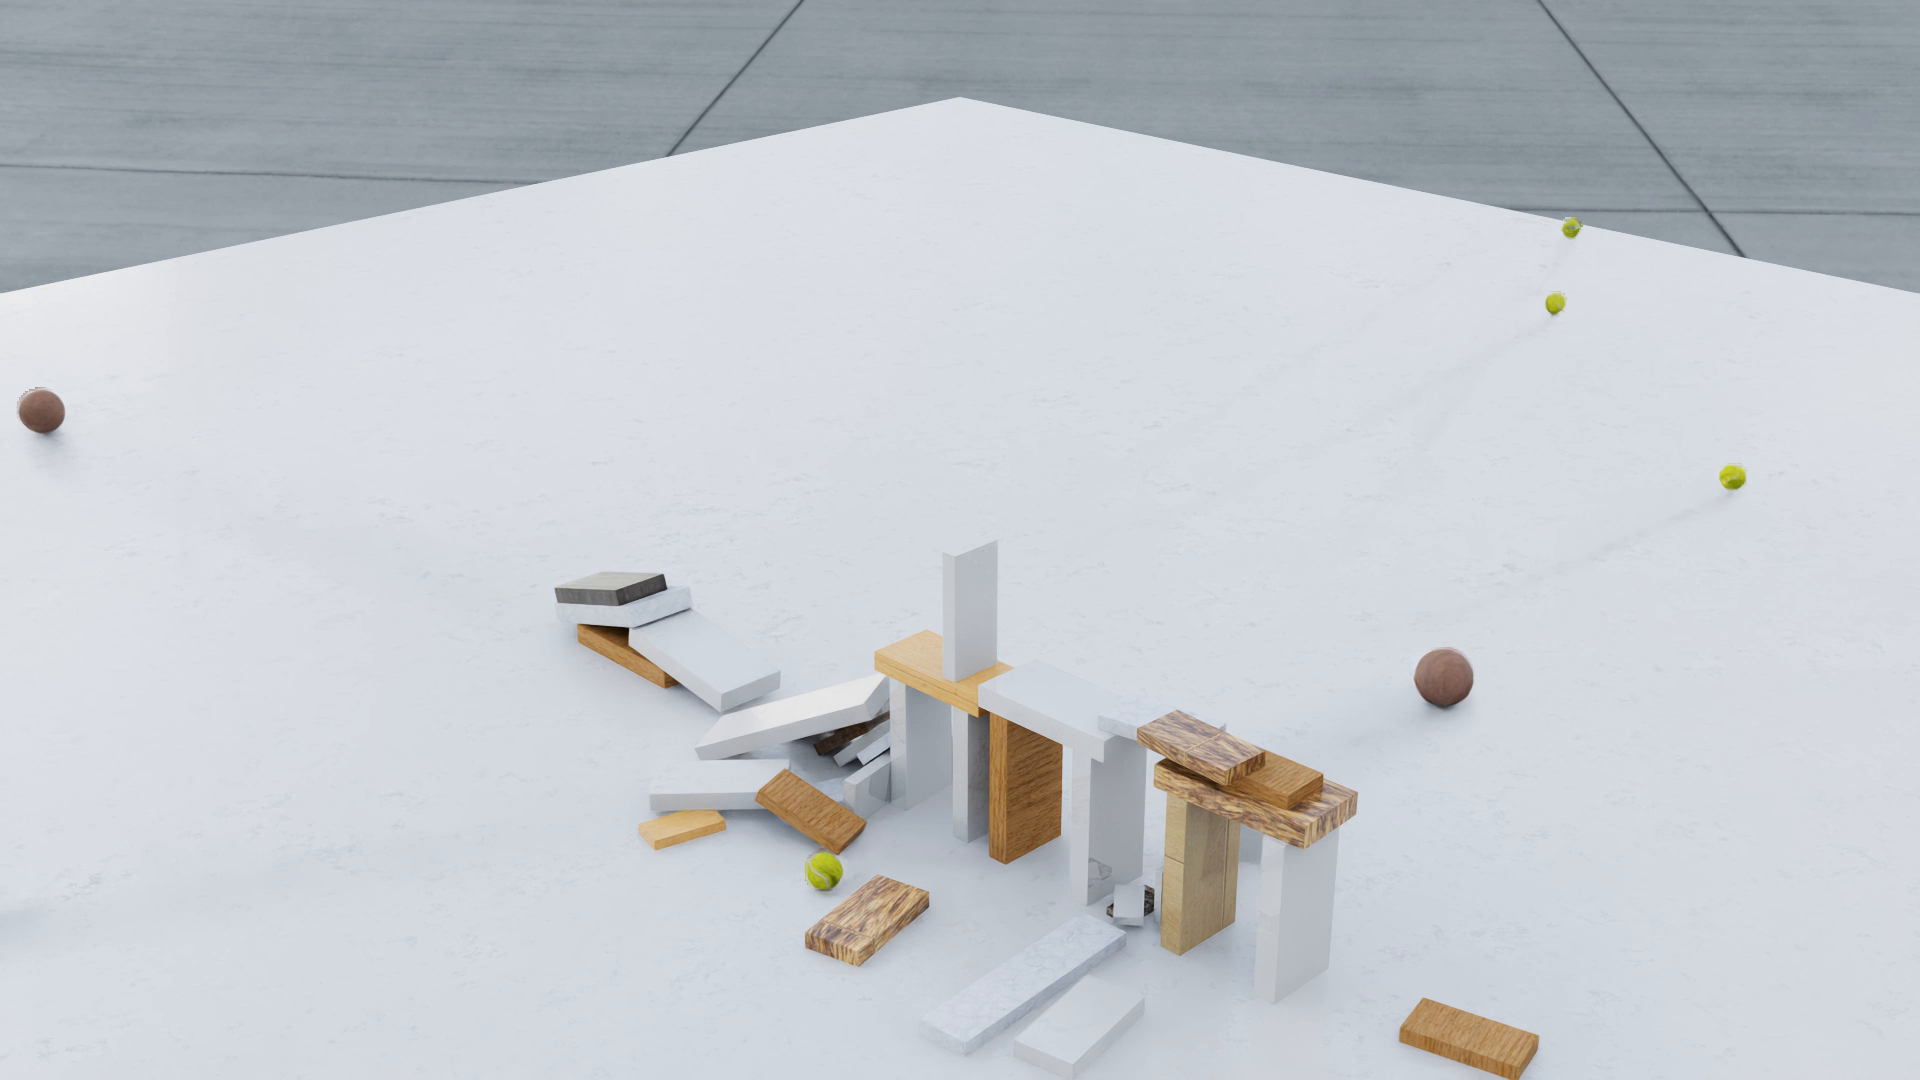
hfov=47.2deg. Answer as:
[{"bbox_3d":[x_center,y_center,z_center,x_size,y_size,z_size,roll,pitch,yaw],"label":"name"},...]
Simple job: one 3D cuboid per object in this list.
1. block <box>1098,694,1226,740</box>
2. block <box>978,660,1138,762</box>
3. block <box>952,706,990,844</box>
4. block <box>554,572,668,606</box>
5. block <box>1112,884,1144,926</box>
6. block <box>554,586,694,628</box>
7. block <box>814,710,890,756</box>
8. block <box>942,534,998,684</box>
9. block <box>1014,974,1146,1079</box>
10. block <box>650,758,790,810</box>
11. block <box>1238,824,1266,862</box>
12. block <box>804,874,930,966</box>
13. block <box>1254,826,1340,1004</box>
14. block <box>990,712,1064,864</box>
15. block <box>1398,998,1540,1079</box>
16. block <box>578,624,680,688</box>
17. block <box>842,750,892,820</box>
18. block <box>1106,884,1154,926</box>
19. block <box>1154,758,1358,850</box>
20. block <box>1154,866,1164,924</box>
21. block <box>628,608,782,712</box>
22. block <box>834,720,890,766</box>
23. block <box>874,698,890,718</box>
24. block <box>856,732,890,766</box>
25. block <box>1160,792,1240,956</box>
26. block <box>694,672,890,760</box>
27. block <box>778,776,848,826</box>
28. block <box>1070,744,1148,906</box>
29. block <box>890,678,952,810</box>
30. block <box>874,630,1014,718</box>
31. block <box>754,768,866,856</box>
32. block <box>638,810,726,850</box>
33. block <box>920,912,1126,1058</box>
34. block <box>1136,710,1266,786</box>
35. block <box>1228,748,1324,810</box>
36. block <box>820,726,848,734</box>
[{"bbox_3d":[0.367,0.337,3.993,0.208,0.029,0.104,15,27,32],"label":"block"},{"bbox_3d":[0.204,0.318,4.137,0.319,0.045,0.159,21,31,41],"label":"block"},{"bbox_3d":[0.052,0.441,4.350,0.041,0.291,0.145,21,31,41],"label":"block"},{"bbox_3d":[-0.821,0.114,5.159,0.136,0.039,0.273,-20,13,-39],"label":"block"},{"bbox_3d":[0.315,0.680,4.098,0.056,0.016,0.112,2,23,5],"label":"block"},{"bbox_3d":[-0.791,0.151,5.164,0.169,0.048,0.338,-20,13,-38],"label":"block"},{"bbox_3d":[-0.218,0.401,4.641,0.095,0.027,0.191,-24,-4,-43],"label":"block"},{"bbox_3d":[0.020,0.133,4.255,0.033,0.267,0.117,21,31,41],"label":"block"},{"bbox_3d":[0.206,0.831,3.760,0.117,0.033,0.235,15,27,32],"label":"block"},{"bbox_3d":[-0.486,0.498,4.478,0.273,0.039,0.136,-1,23,1],"label":"block"},{"bbox_3d":[0.556,0.574,4.276,0.208,0.104,0.029,2,23,5],"label":"block"},{"bbox_3d":[-0.170,0.701,4.065,0.117,0.033,0.235,14,27,29],"label":"block"},{"bbox_3d":[0.589,0.637,3.849,0.045,0.320,0.160,21,31,41],"label":"block"},{"bbox_3d":[0.129,0.456,4.277,0.045,0.319,0.159,21,31,41],"label":"block"},{"bbox_3d":[0.863,0.846,3.730,0.208,0.029,0.104,14,27,30],"label":"block"},{"bbox_3d":[-0.723,0.244,5.124,0.169,0.048,0.338,-21,31,-40],"label":"block"},{"bbox_3d":[-0.131,0.475,4.511,0.029,0.101,0.326,19,29,29],"label":"block"},{"bbox_3d":[0.333,0.685,4.127,0.056,0.016,0.112,21,31,40],"label":"block"},{"bbox_3d":[0.516,0.437,3.853,0.320,0.045,0.160,20,30,38],"label":"block"},{"bbox_3d":[0.385,0.653,4.080,0.016,0.112,0.056,21,31,40],"label":"block"},{"bbox_3d":[-0.578,0.265,4.966,0.169,0.048,0.338,-21,39,-40],"label":"block"},{"bbox_3d":[-0.180,0.415,4.601,0.091,0.026,0.182,-24,-10,-44],"label":"block"},{"bbox_3d":[-0.224,0.353,4.613,0.191,0.027,0.095,-8,13,47],"label":"block"},{"bbox_3d":[-0.160,0.430,4.552,0.091,0.026,0.182,-34,-7,0],"label":"block"},{"bbox_3d":[0.438,0.578,3.988,0.045,0.320,0.160,21,31,41],"label":"block"},{"bbox_3d":[-0.345,0.371,4.590,0.440,0.039,0.136,-17,19,29],"label":"block"},{"bbox_3d":[-0.289,0.529,4.481,0.182,0.026,0.091,-11,25,-24],"label":"block"},{"bbox_3d":[0.279,0.515,4.139,0.045,0.319,0.159,21,31,41],"label":"block"},{"bbox_3d":[-0.079,0.389,4.472,0.041,0.291,0.145,17,29,35],"label":"block"},{"bbox_3d":[-0.017,0.261,4.348,0.291,0.041,0.145,21,31,41],"label":"block"},{"bbox_3d":[-0.296,0.538,4.362,0.202,0.029,0.101,31,32,14],"label":"block"},{"bbox_3d":[-0.554,0.572,4.385,0.155,0.022,0.077,-13,26,-29],"label":"block"},{"bbox_3d":[0.117,0.780,3.886,0.104,0.029,0.446,19,29,37],"label":"block"},{"bbox_3d":[0.421,0.363,3.856,0.104,0.029,0.208,-20,30,-38],"label":"block"},{"bbox_3d":[0.517,0.403,3.836,0.208,0.029,0.104,21,30,40],"label":"block"},{"bbox_3d":[-0.295,0.387,4.720,0.095,0.027,0.191,-25,11,-40],"label":"block"}]
